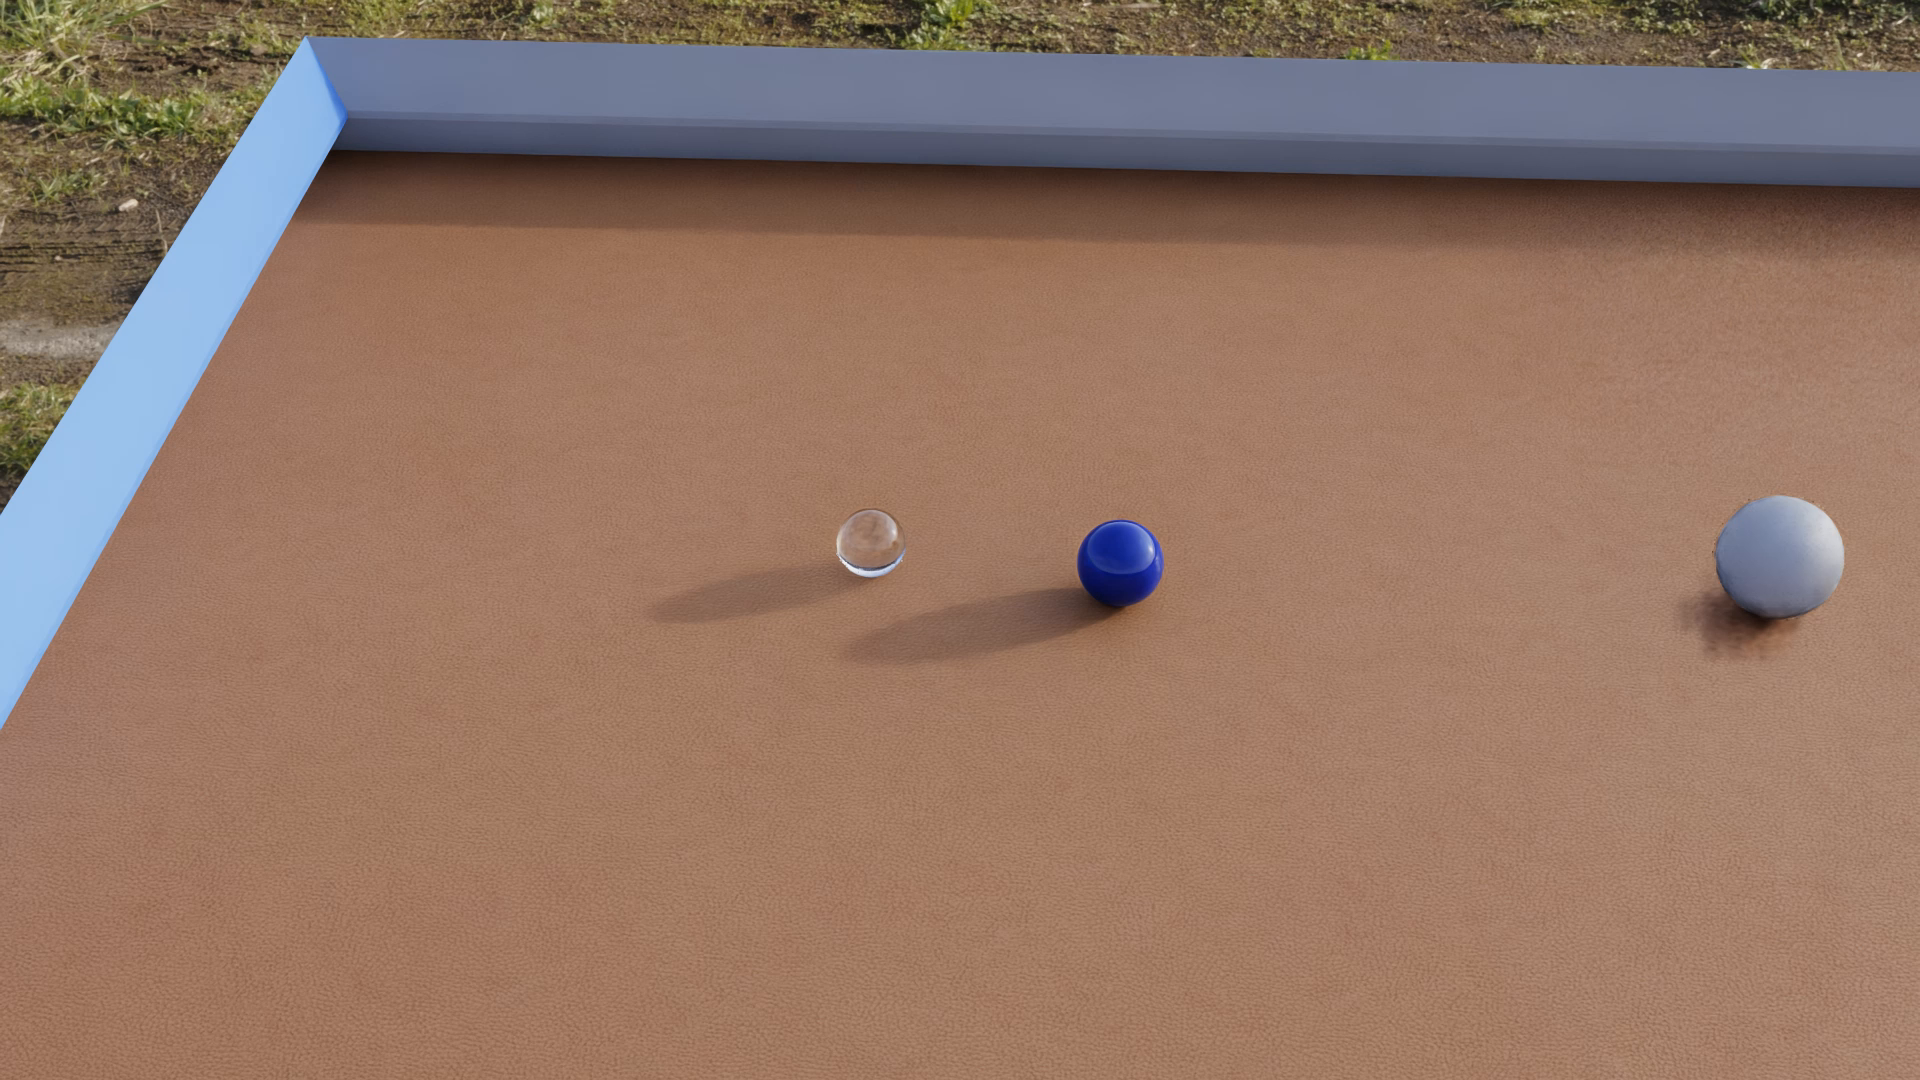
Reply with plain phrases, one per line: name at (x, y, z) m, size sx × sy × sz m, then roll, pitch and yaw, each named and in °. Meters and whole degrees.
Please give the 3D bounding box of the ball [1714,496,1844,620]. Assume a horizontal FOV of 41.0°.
ball at (0.597, 0.013, 1.870) m, size 0.090 × 0.090 × 0.090 m, roll 0°, pitch 35°, yaw 0°

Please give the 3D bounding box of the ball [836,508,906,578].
ball at (-0.066, 0.002, 1.918) m, size 0.052 × 0.052 × 0.052 m, roll 0°, pitch 35°, yaw 0°

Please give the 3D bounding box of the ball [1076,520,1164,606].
ball at (0.118, 0.017, 1.886) m, size 0.065 × 0.065 × 0.065 m, roll 0°, pitch 35°, yaw 0°

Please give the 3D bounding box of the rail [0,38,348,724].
rail at (-0.639, -0.044, 1.926) m, size 0.045 × 0.117 × 1.356 m, roll 2°, pitch 35°, yaw 3°

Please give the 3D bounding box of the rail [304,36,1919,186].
rail at (0.698, -0.379, 2.405) m, size 2.655 × 0.117 × 0.045 m, roll 2°, pitch 35°, yaw 3°
